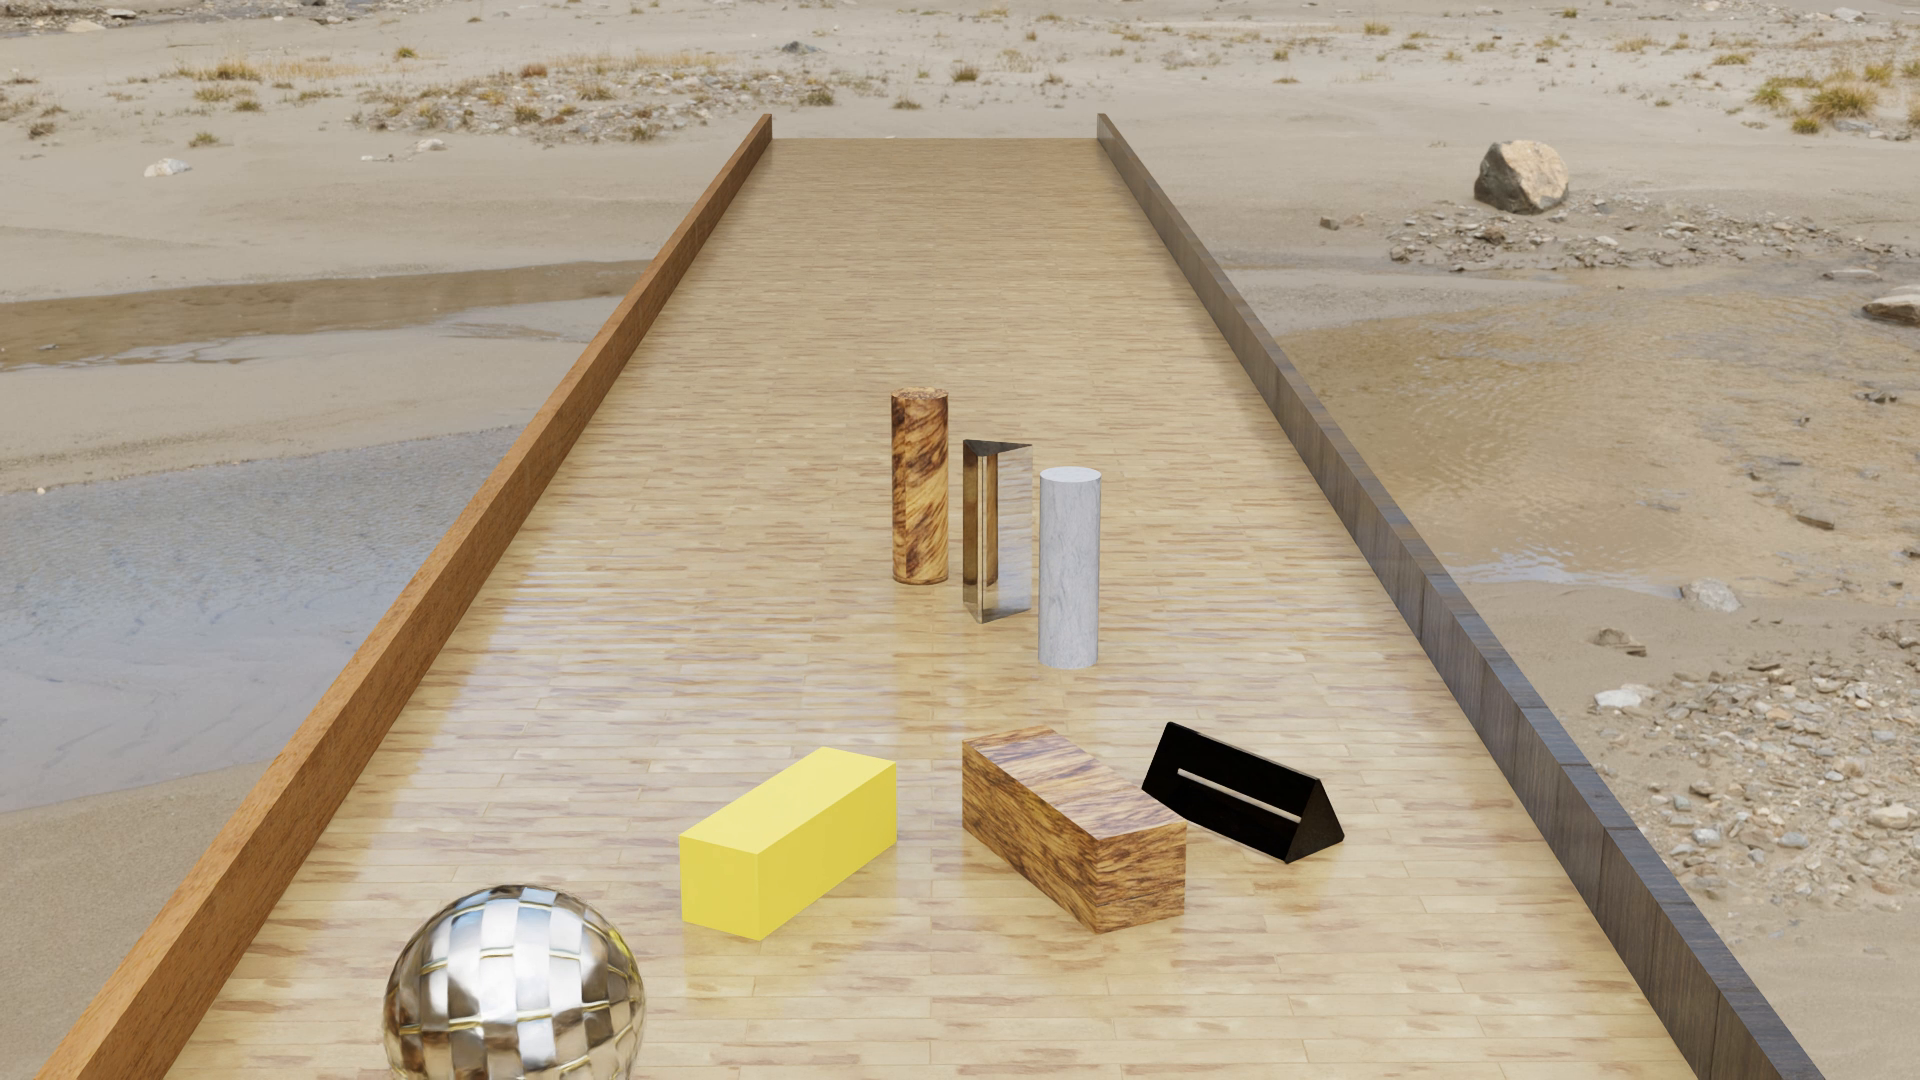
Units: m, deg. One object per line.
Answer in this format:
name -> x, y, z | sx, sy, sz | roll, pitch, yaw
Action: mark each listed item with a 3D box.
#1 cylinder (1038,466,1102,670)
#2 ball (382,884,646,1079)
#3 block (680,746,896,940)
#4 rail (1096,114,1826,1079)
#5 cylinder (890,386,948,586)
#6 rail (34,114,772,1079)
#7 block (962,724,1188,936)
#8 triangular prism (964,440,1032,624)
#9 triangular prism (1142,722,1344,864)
cylinder -> 0.217, 0.055, 4.368 | 0.120, 0.384, 0.120 | 0, 17, 0
ball -> -0.547, 0.584, 2.705 | 0.318, 0.318, 0.318 | 0, 17, 0
block -> -0.260, 0.464, 3.421 | 0.139, 0.139, 0.401 | 9, 19, 27
rail -> 0.932, -0.844, 7.801 | 0.050, 0.150, 12.000 | 0, 17, -1
cylinder -> -0.088, -0.119, 4.886 | 0.127, 0.423, 0.127 | 0, 17, 0
rail -> -1.118, -0.838, 7.780 | 0.050, 0.150, 12.000 | 0, 17, -1
block -> 0.171, 0.446, 3.456 | 0.154, 0.154, 0.440 | -8, 18, -26
triangular prism -> 0.053, -0.026, 4.675 | 0.151, 0.363, 0.131 | -14, 22, -40
triangular prism -> 0.463, 0.404, 3.636 | 0.145, 0.125, 0.330 | -14, 22, -38
